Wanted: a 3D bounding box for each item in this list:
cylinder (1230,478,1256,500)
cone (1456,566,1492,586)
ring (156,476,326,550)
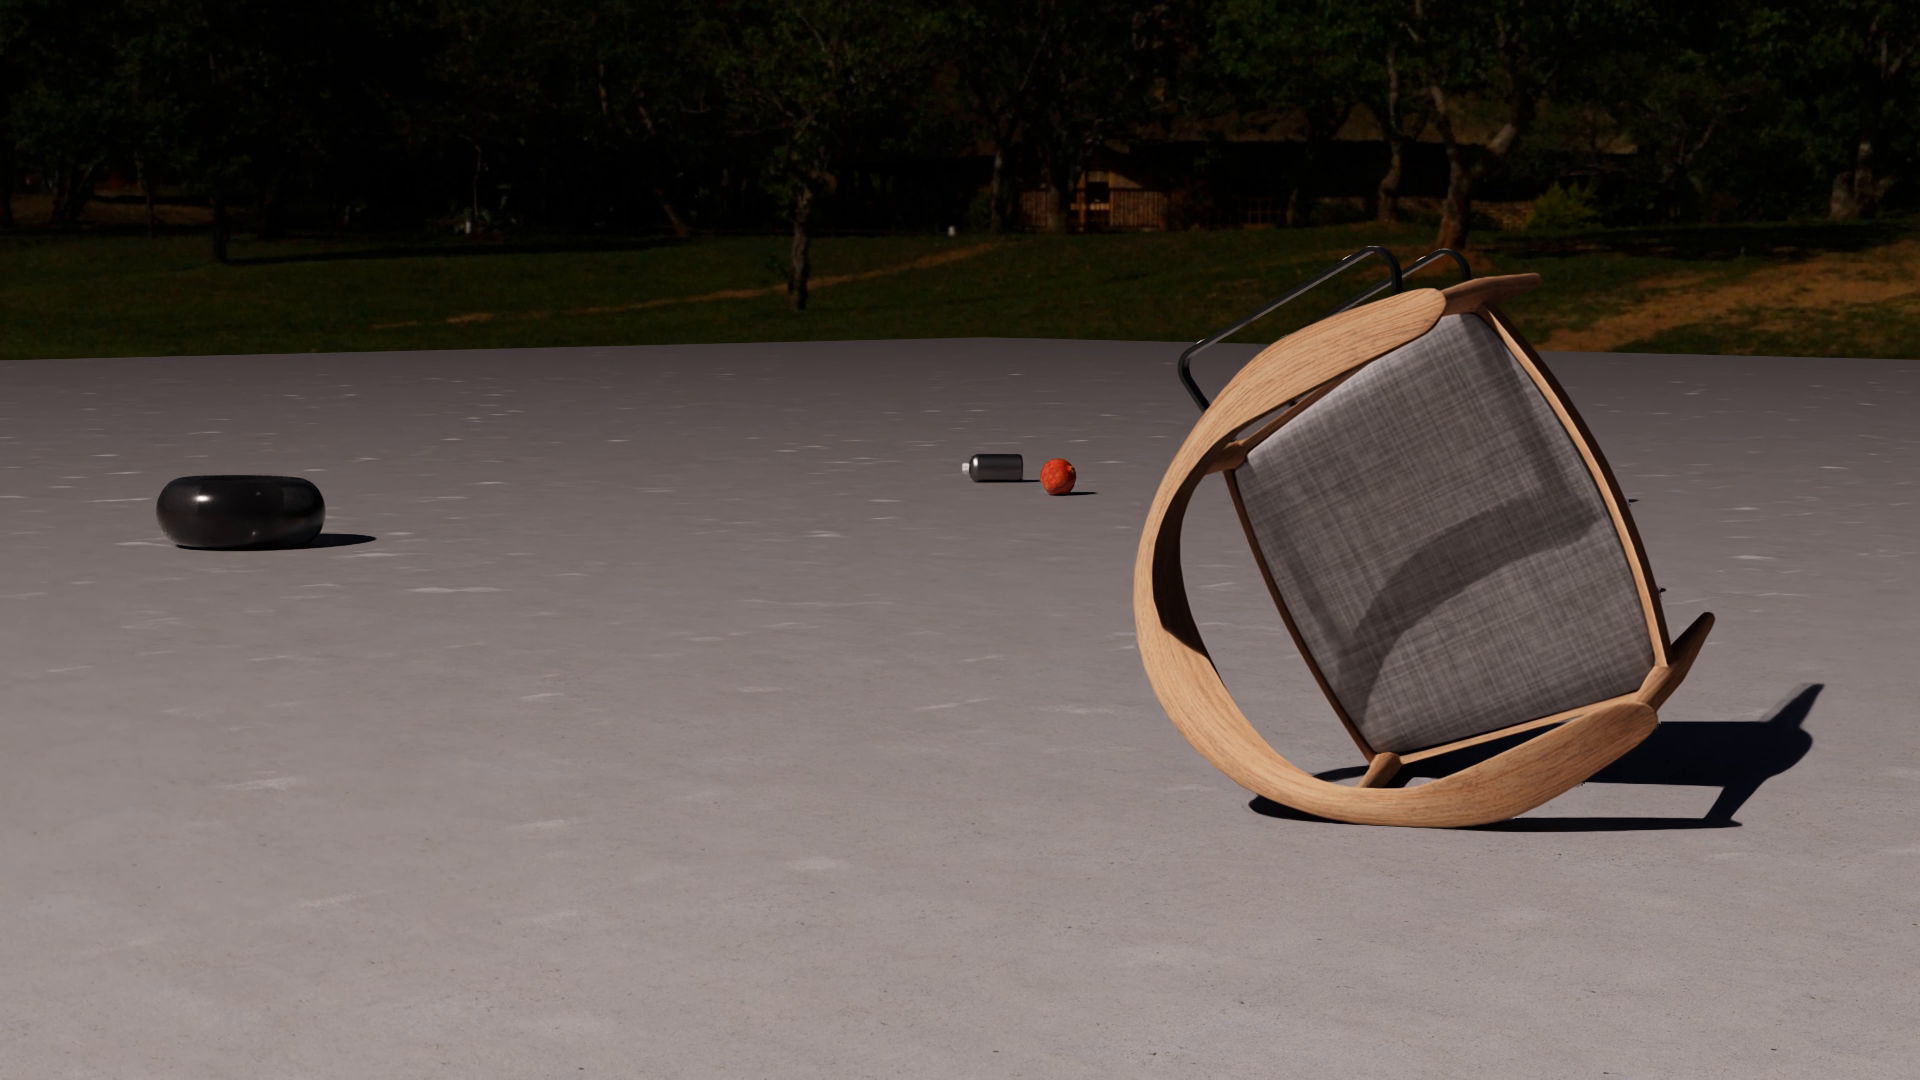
[{"bbox_3d":[0.835,-0.152,7.595,0.075,0.060,0.045,-4,6,3],"label":"cylinder"},{"bbox_3d":[1.105,0.086,5.474,0.074,0.042,0.073,24,11,27],"label":"cone"},{"bbox_3d":[-1.764,-0.070,6.298,0.402,0.165,0.387,0,5,-10],"label":"ring"}]
